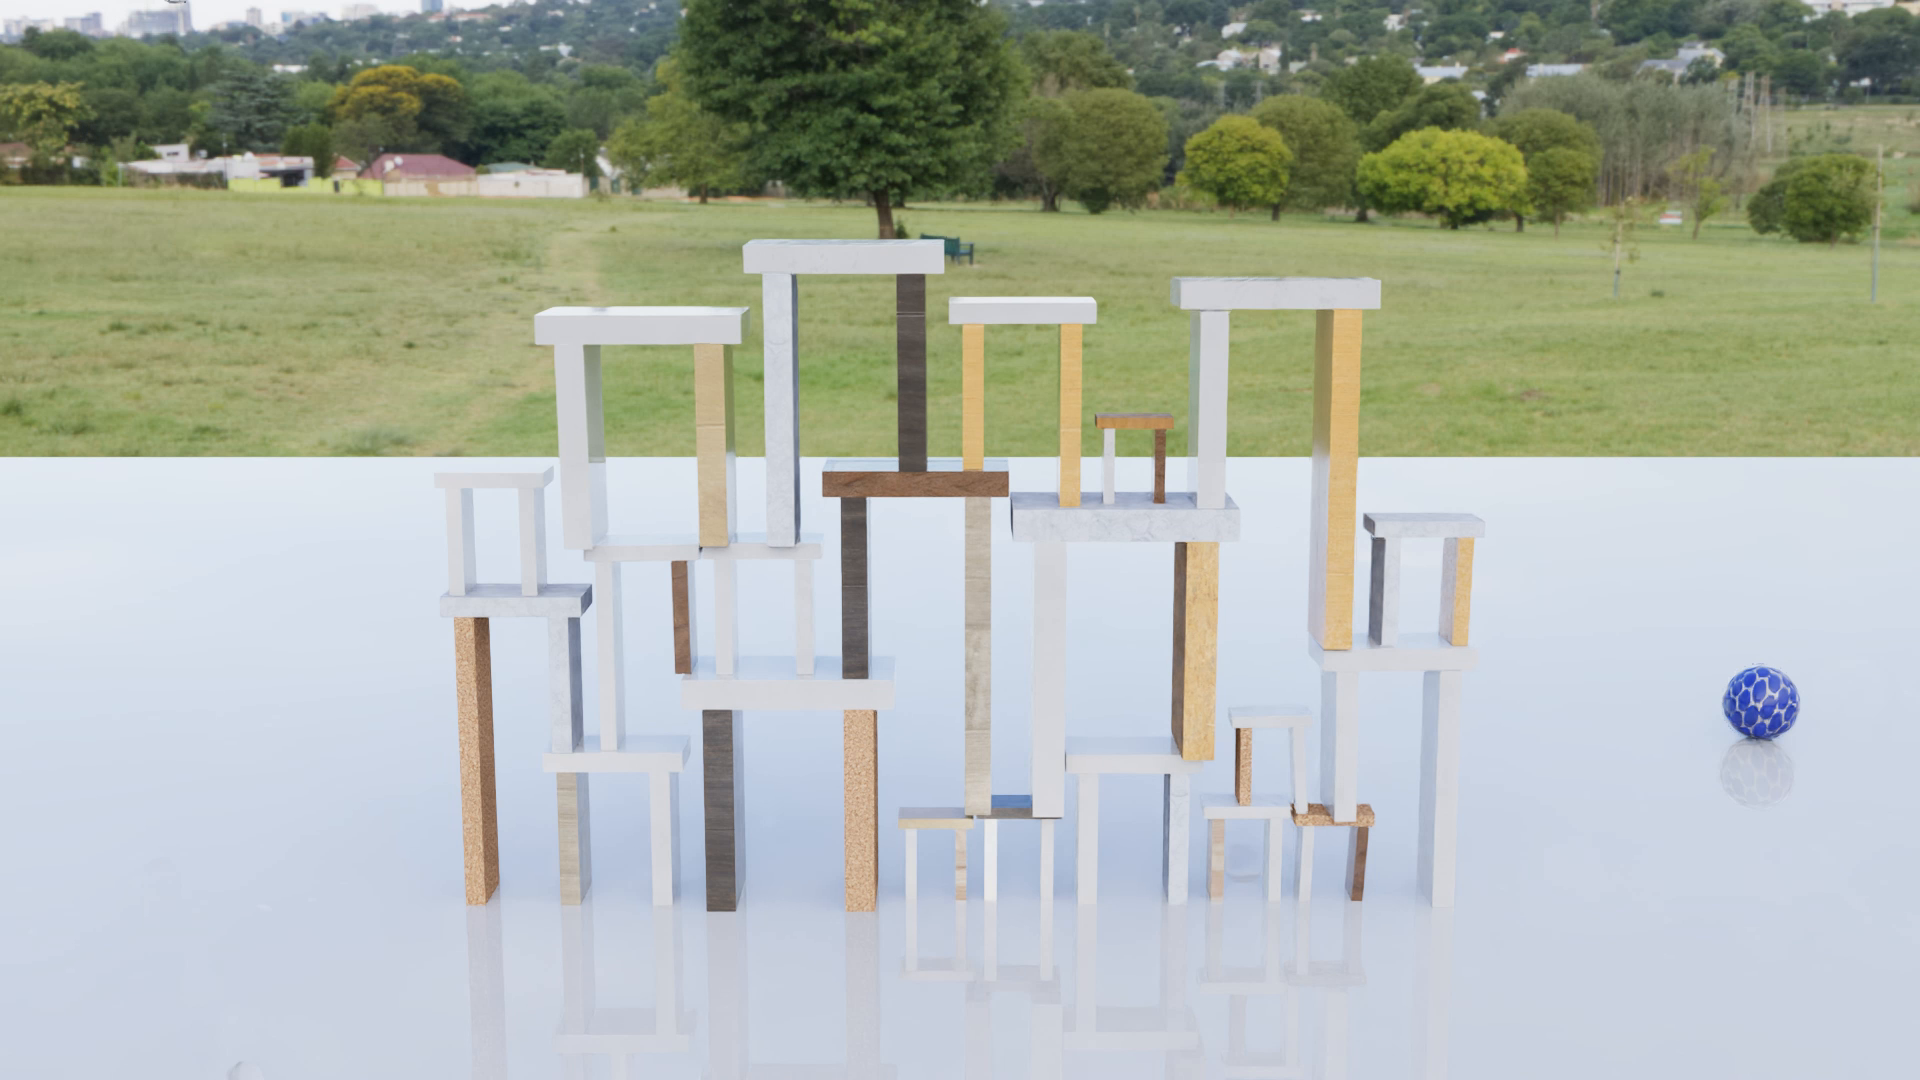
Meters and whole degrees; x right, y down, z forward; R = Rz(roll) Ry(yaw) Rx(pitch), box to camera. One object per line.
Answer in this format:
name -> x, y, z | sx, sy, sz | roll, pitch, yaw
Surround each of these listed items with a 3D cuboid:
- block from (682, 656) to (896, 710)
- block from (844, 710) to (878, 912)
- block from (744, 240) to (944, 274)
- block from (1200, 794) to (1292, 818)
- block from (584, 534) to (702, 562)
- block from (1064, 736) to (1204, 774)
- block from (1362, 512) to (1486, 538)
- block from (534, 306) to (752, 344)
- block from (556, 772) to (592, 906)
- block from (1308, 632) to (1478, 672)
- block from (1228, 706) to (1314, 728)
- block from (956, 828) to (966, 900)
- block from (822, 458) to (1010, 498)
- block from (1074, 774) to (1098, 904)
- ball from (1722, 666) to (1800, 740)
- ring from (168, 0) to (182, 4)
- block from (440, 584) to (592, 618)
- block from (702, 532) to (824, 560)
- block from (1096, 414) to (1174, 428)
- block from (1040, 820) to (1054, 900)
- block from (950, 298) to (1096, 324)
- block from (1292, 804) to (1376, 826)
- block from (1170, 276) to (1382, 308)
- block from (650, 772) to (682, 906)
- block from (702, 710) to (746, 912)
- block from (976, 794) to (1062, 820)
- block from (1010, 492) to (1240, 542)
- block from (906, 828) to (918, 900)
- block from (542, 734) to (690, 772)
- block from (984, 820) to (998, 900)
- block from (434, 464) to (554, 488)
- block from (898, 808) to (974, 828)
block -> -0.276, 0.233, 3.601 | 0.339, 0.048, 0.170 | 0, 11, 0
block -> -0.163, 0.423, 3.637 | 0.048, 0.339, 0.170 | 0, 11, 0
block -> -0.179, -0.448, 3.471 | 0.310, 0.044, 0.155 | 0, 11, 0
block -> 0.472, 0.441, 3.639 | 0.142, 0.020, 0.071 | 0, 11, 0
block -> -0.510, 0.012, 3.565 | 0.185, 0.026, 0.093 | -1, 11, 0
block -> 0.284, 0.354, 3.629 | 0.223, 0.032, 0.112 | 0, 11, 0
block -> 0.748, -0.024, 3.551 | 0.177, 0.025, 0.089 | 0, 10, -3
block -> -0.501, -0.342, 3.499 | 0.320, 0.045, 0.160 | 0, 11, 0
block -> -0.640, 0.478, 3.648 | 0.032, 0.227, 0.113 | 0, 11, 0
block -> 0.704, 0.181, 3.584 | 0.250, 0.035, 0.125 | 0, 10, -3
block -> 0.510, 0.290, 3.616 | 0.131, 0.019, 0.066 | -1, 11, 1
block -> 0.001, 0.530, 3.656 | 0.017, 0.123, 0.062 | 0, 11, 0
block -> -0.070, -0.101, 3.540 | 0.295, 0.042, 0.148 | 0, 11, 0
block -> 0.210, 0.480, 3.652 | 0.032, 0.223, 0.112 | 0, 11, 0
ball -> 1.675, 0.340, 4.596 | 0.154, 0.154, 0.154 | 0, 11, 0
ring -> -2.241, -1.633, 6.258 | 0.069, 0.208, 0.208 | 3, 11, 5
block -> -0.720, 0.098, 3.577 | 0.226, 0.032, 0.113 | 0, 11, 0
block -> -0.317, 0.009, 3.561 | 0.190, 0.027, 0.095 | 0, 11, 0
block -> 0.279, -0.191, 3.526 | 0.121, 0.017, 0.061 | 0, 11, 0
block -> 0.144, 0.521, 3.657 | 0.020, 0.140, 0.070 | 0, 11, 0
block -> 0.098, -0.365, 3.492 | 0.230, 0.033, 0.115 | 0, 11, 0
block -> 0.616, 0.454, 3.636 | 0.130, 0.018, 0.065 | 0, 11, 2
block -> 0.497, -0.393, 3.490 | 0.310, 0.044, 0.155 | 0, 9, -1
block -> -0.488, 0.479, 3.648 | 0.032, 0.227, 0.113 | 0, 11, 0
block -> -0.389, 0.423, 3.637 | 0.048, 0.339, 0.170 | 0, 11, 0
block -> 0.097, 0.442, 3.643 | 0.140, 0.020, 0.070 | 0, 11, 0
block -> 0.262, -0.038, 3.556 | 0.358, 0.051, 0.179 | 0, 11, 0
block -> -0.081, 0.530, 3.656 | 0.017, 0.123, 0.062 | 0, 11, 0
block -> -0.564, 0.351, 3.625 | 0.227, 0.032, 0.113 | 0, 11, 0
block -> 0.051, 0.521, 3.657 | 0.020, 0.140, 0.070 | 0, 11, 0
block -> -0.750, -0.103, 3.544 | 0.175, 0.025, 0.087 | 0, 11, 0
block -> -0.040, 0.461, 3.643 | 0.123, 0.017, 0.062 | 0, 11, 0
